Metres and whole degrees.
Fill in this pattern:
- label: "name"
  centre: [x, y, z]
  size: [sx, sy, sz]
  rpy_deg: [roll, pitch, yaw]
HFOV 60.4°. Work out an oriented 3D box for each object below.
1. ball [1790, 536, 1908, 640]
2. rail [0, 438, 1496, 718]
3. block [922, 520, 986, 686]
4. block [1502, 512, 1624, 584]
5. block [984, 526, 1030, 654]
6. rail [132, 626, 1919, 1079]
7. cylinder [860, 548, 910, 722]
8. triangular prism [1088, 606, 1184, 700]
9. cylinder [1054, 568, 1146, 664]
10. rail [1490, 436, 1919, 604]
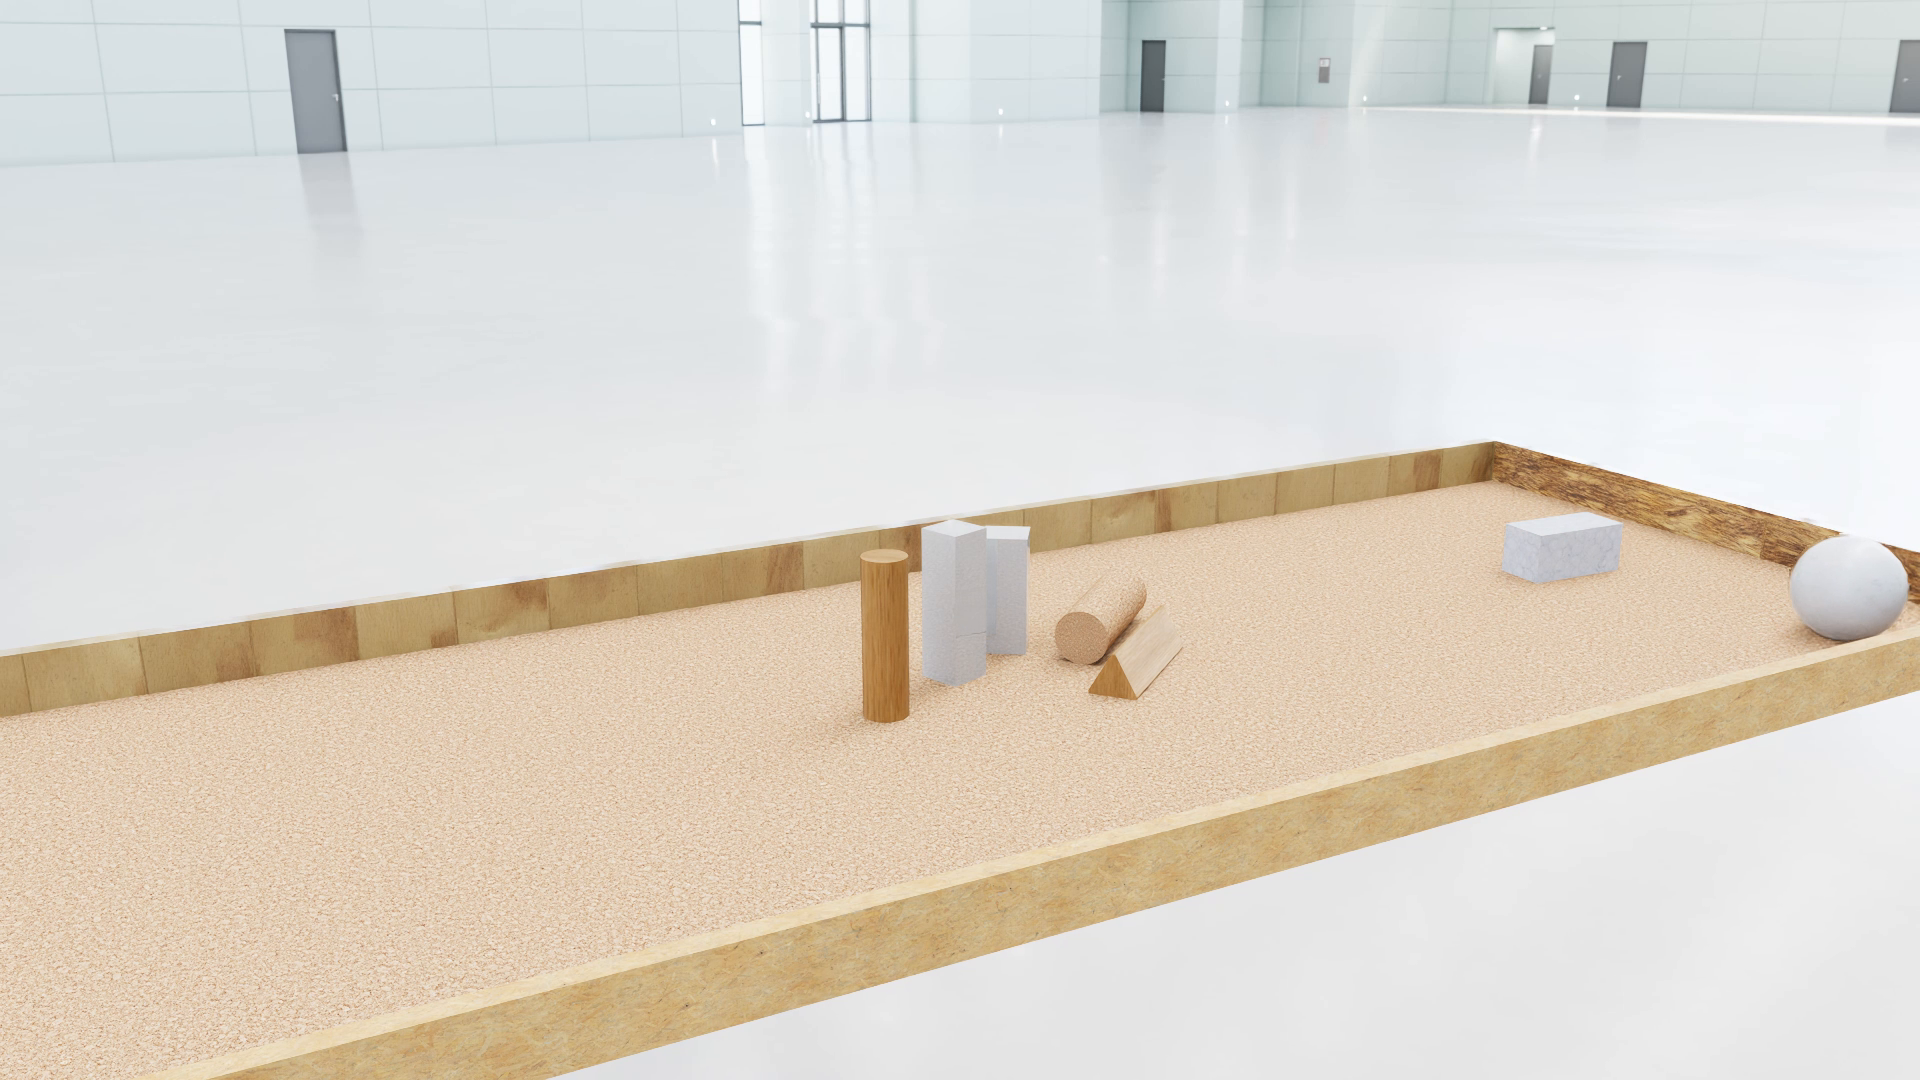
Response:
- label: "ball"
  centre: [2.378, 0.129, 4.416]
  size: [0.282, 0.282, 0.282]
  rpy_deg: [0, 16, 0]
- label: "rail"
  centre: [-3.305, 0.497, 3.399]
  size: [12.000, 0.150, 0.050]
  rpy_deg: [-9, 18, -27]
- label: "block"
  centre: [-0.014, 0.157, 4.130]
  size: [0.114, 0.390, 0.114]
  rpy_deg: [15, 22, 41]
- label: "block"
  centre: [1.834, 0.021, 5.021]
  size: [0.323, 0.148, 0.148]
  rpy_deg: [-7, 18, -24]
- label: "block"
  centre: [0.120, 0.132, 4.347]
  size: [0.119, 0.315, 0.119]
  rpy_deg: [2, 16, 6]
- label: "rail"
  centre: [-2.336, 1.006, 1.665]
  size: [12.000, 0.150, 0.050]
  rpy_deg: [-9, 18, -27]
- label: "cylinder"
  centre: [-0.176, 0.226, 3.886]
  size: [0.111, 0.395, 0.111]
  rpy_deg: [0, 16, 0]
- label: "triangular prism"
  centre: [0.455, 0.277, 4.209]
  size: [0.125, 0.108, 0.408]
  rpy_deg: [7, 18, 22]
- label: "cylinder"
  centre: [0.382, 0.199, 4.424]
  size: [0.144, 0.144, 0.402]
  rpy_deg: [6, 17, 19]
- label: "rail"
  centre: [2.466, -0.048, 5.253]
  size: [0.050, 0.150, 2.100]
  rpy_deg: [-9, 18, -27]
